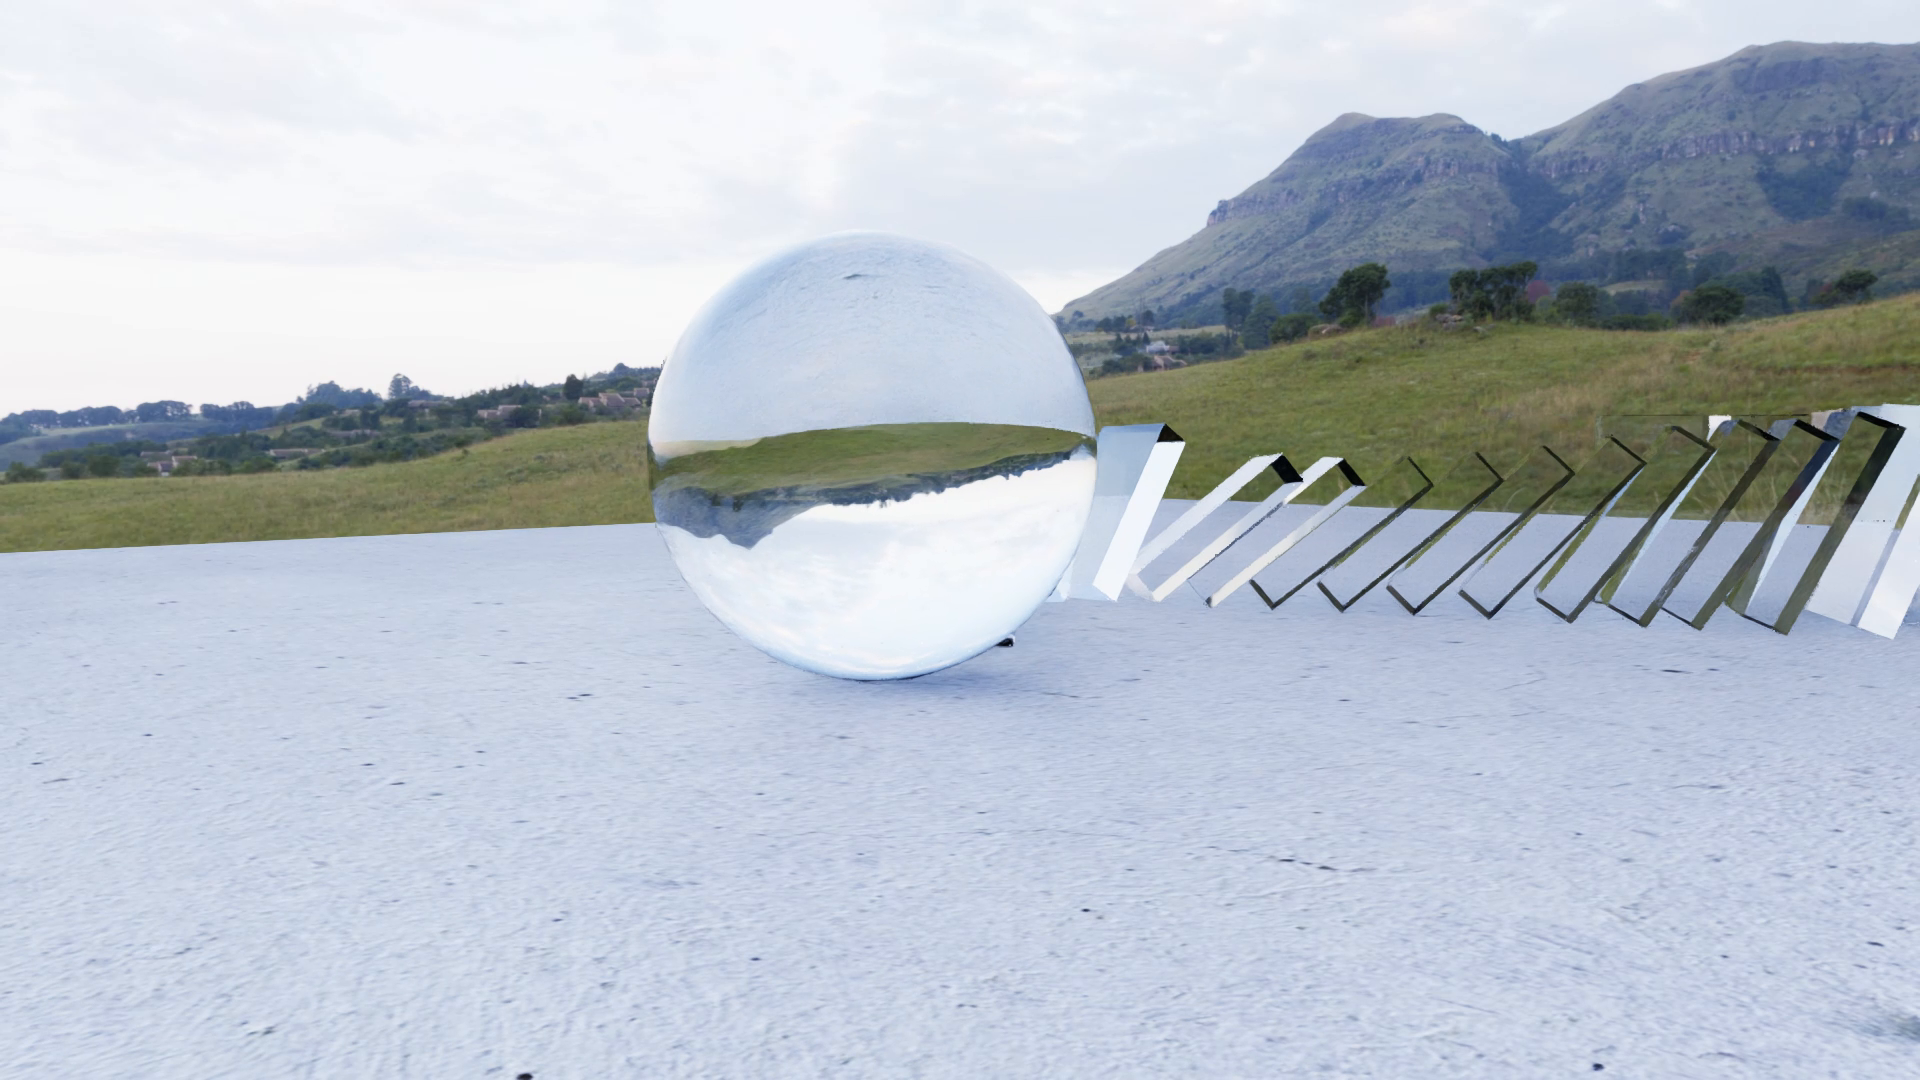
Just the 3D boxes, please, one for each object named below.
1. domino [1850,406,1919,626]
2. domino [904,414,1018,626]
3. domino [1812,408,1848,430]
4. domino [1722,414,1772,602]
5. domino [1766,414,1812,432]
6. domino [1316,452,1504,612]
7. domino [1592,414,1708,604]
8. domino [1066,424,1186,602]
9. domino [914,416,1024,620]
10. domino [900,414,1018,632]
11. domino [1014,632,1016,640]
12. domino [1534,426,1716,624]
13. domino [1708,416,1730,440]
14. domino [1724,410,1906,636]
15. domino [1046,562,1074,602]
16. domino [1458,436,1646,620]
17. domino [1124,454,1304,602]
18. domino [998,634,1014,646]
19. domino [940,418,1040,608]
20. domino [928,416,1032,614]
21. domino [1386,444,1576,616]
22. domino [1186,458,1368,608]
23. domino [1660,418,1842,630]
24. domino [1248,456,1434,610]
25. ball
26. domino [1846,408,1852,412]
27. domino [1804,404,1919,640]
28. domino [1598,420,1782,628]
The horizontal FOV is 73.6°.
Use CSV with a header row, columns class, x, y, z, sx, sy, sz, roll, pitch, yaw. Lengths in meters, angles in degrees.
class,x,y,z,sx,sy,sz,roll,pitch,yaw
domino,0.221,-0.006,0.300,0.010,0.050,0.025,10,-2,-42
domino,0.001,-0.005,0.305,0.025,0.050,0.009,0,-20,4
domino,0.233,-0.008,0.329,0.025,0.050,0.009,1,-1,-9
domino,0.213,-0.009,0.355,0.010,0.050,0.025,1,4,13
domino,0.226,-0.008,0.343,0.025,0.050,0.010,-3,5,-33
domino,0.114,-0.002,0.328,0.050,0.009,0.025,-43,-9,16
domino,0.183,-0.008,0.342,0.025,0.050,0.009,1,5,16
domino,0.041,-0.008,0.354,0.009,0.050,0.025,35,-18,-31
domino,0.003,-0.006,0.315,0.025,0.050,0.009,0,-20,4
domino,0.000,-0.004,0.295,0.025,0.050,0.009,0,-20,4
domino,0.000,-0.004,0.284,0.025,0.050,0.009,0,-20,4
domino,0.158,-0.004,0.308,0.010,0.050,0.025,38,17,16
domino,0.196,-0.009,0.354,0.009,0.050,0.025,-2,5,-25
domino,0.193,-0.004,0.292,0.009,0.050,0.025,27,14,19
domino,0.021,-0.007,0.353,0.025,0.050,0.010,0,-33,25
domino,0.144,-0.003,0.315,0.009,0.050,0.025,44,19,14
domino,0.067,-0.003,0.347,0.050,0.009,0.025,-39,4,-3
domino,-0.001,-0.003,0.274,0.025,0.050,0.010,0,-20,4
domino,0.008,-0.007,0.336,0.025,0.050,0.009,0,-20,4
domino,0.006,-0.007,0.326,0.025,0.050,0.009,0,-20,4
domino,0.130,-0.003,0.322,0.010,0.050,0.025,47,18,11
domino,0.082,-0.002,0.341,0.050,0.009,0.025,-39,1,6
domino,0.181,-0.004,0.298,0.010,0.050,0.025,33,16,17
domino,0.099,-0.002,0.334,0.050,0.010,0.025,-40,-7,14
ball,-0.015,-0.015,0.230,0.080,0.080,0.080,0,4,0
domino,0.229,-0.006,0.312,0.025,0.050,0.009,4,1,30
domino,0.208,-0.005,0.288,0.009,0.050,0.025,19,10,6
domino,0.171,-0.004,0.302,0.010,0.050,0.025,33,16,17
